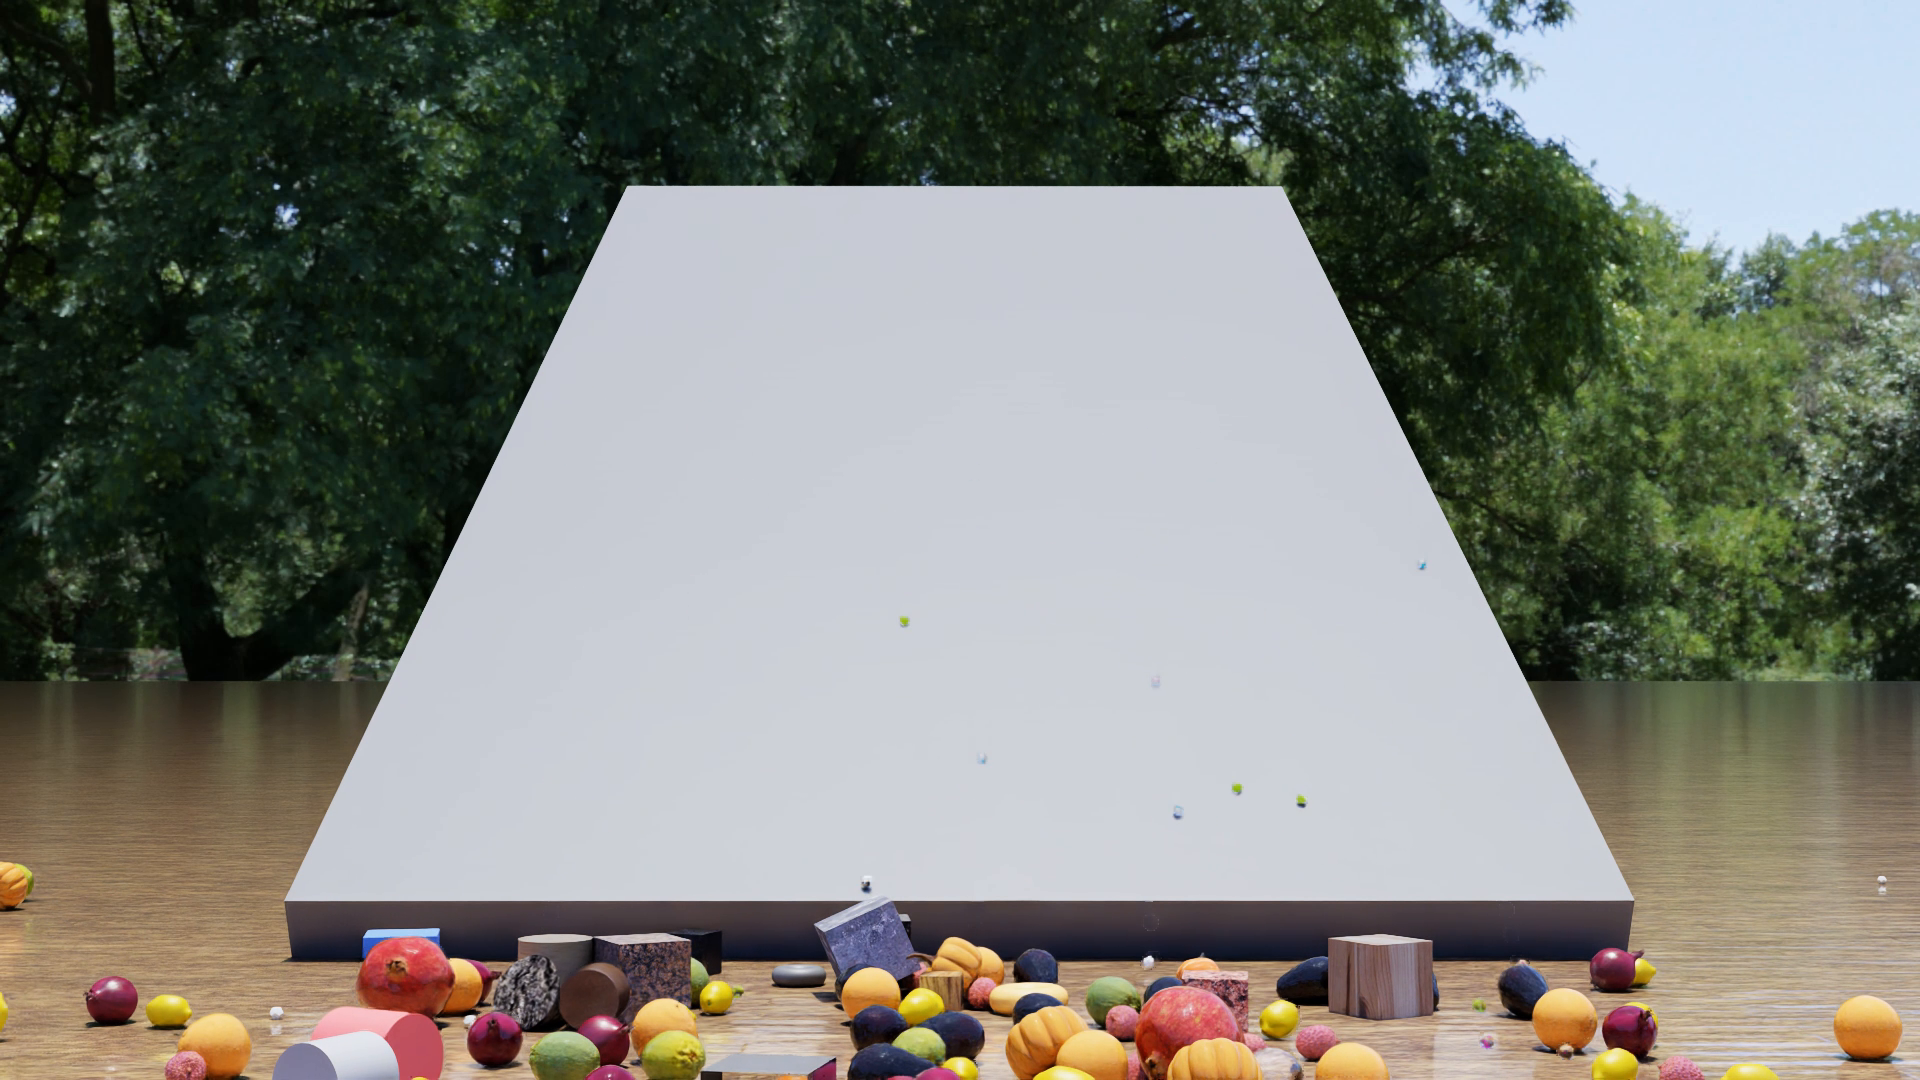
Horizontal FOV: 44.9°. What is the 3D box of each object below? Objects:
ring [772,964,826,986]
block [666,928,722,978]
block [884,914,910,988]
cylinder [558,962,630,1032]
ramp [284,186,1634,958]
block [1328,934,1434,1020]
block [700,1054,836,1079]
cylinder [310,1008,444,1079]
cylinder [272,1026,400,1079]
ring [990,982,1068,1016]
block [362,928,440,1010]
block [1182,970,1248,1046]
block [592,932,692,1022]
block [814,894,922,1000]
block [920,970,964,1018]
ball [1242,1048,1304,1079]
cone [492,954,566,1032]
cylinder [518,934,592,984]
[{"bbox_3d":[-0.220,0.596,3.179,0.075,0.025,0.075,1,-4,0],"label":"ring"},{"bbox_3d":[-0.378,0.584,3.286,0.060,0.060,0.060,-1,-4,22],"label":"block"},{"bbox_3d":[-0.115,0.563,3.183,0.090,0.090,0.090,0,-3,-4],"label":"block"},{"bbox_3d":[-0.440,0.550,2.798,0.073,0.073,0.073,0,-3,3],"label":"cylinder"},{"bbox_3d":[-0.008,-0.228,5.291,2.000,0.100,4.000,0,24,0],"label":"ramp"},{"bbox_3d":[0.527,0.547,2.913,0.091,0.091,0.091,2,-4,-31],"label":"block"},{"bbox_3d":[-0.162,0.492,1.974,0.093,0.093,0.093,-1,-3,12],"label":"block"},{"bbox_3d":[-0.576,0.510,2.290,0.093,0.093,0.093,-2,-4,30],"label":"cylinder"},{"bbox_3d":[-0.588,0.510,2.190,0.082,0.082,0.082,-2,3,31],"label":"cylinder"},{"bbox_3d":[0.086,0.577,2.918,0.100,0.033,0.100,-1,-4,0],"label":"ring"},{"bbox_3d":[-0.718,0.551,2.987,0.091,0.091,0.091,1,-3,-11],"label":"block"},{"bbox_3d":[0.296,0.542,2.694,0.075,0.075,0.075,0,-3,7],"label":"block"},{"bbox_3d":[-0.397,0.545,2.898,0.094,0.094,0.094,2,-4,-28],"label":"block"},{"bbox_3d":[-0.123,0.537,3.073,0.098,0.098,0.098,-23,2,-12],"label":"block"},{"bbox_3d":[-0.023,0.566,2.896,0.051,0.051,0.051,0,-3,4],"label":"block"},{"bbox_3d":[0.304,0.524,2.259,0.060,0.060,0.060,0,-3,0],"label":"ball"},{"bbox_3d":[-0.498,0.566,2.819,0.096,0.096,0.096,-2,-30,30],"label":"cone"},{"bbox_3d":[-0.507,0.546,2.912,0.093,0.093,0.093,0,-3,0],"label":"cylinder"}]
